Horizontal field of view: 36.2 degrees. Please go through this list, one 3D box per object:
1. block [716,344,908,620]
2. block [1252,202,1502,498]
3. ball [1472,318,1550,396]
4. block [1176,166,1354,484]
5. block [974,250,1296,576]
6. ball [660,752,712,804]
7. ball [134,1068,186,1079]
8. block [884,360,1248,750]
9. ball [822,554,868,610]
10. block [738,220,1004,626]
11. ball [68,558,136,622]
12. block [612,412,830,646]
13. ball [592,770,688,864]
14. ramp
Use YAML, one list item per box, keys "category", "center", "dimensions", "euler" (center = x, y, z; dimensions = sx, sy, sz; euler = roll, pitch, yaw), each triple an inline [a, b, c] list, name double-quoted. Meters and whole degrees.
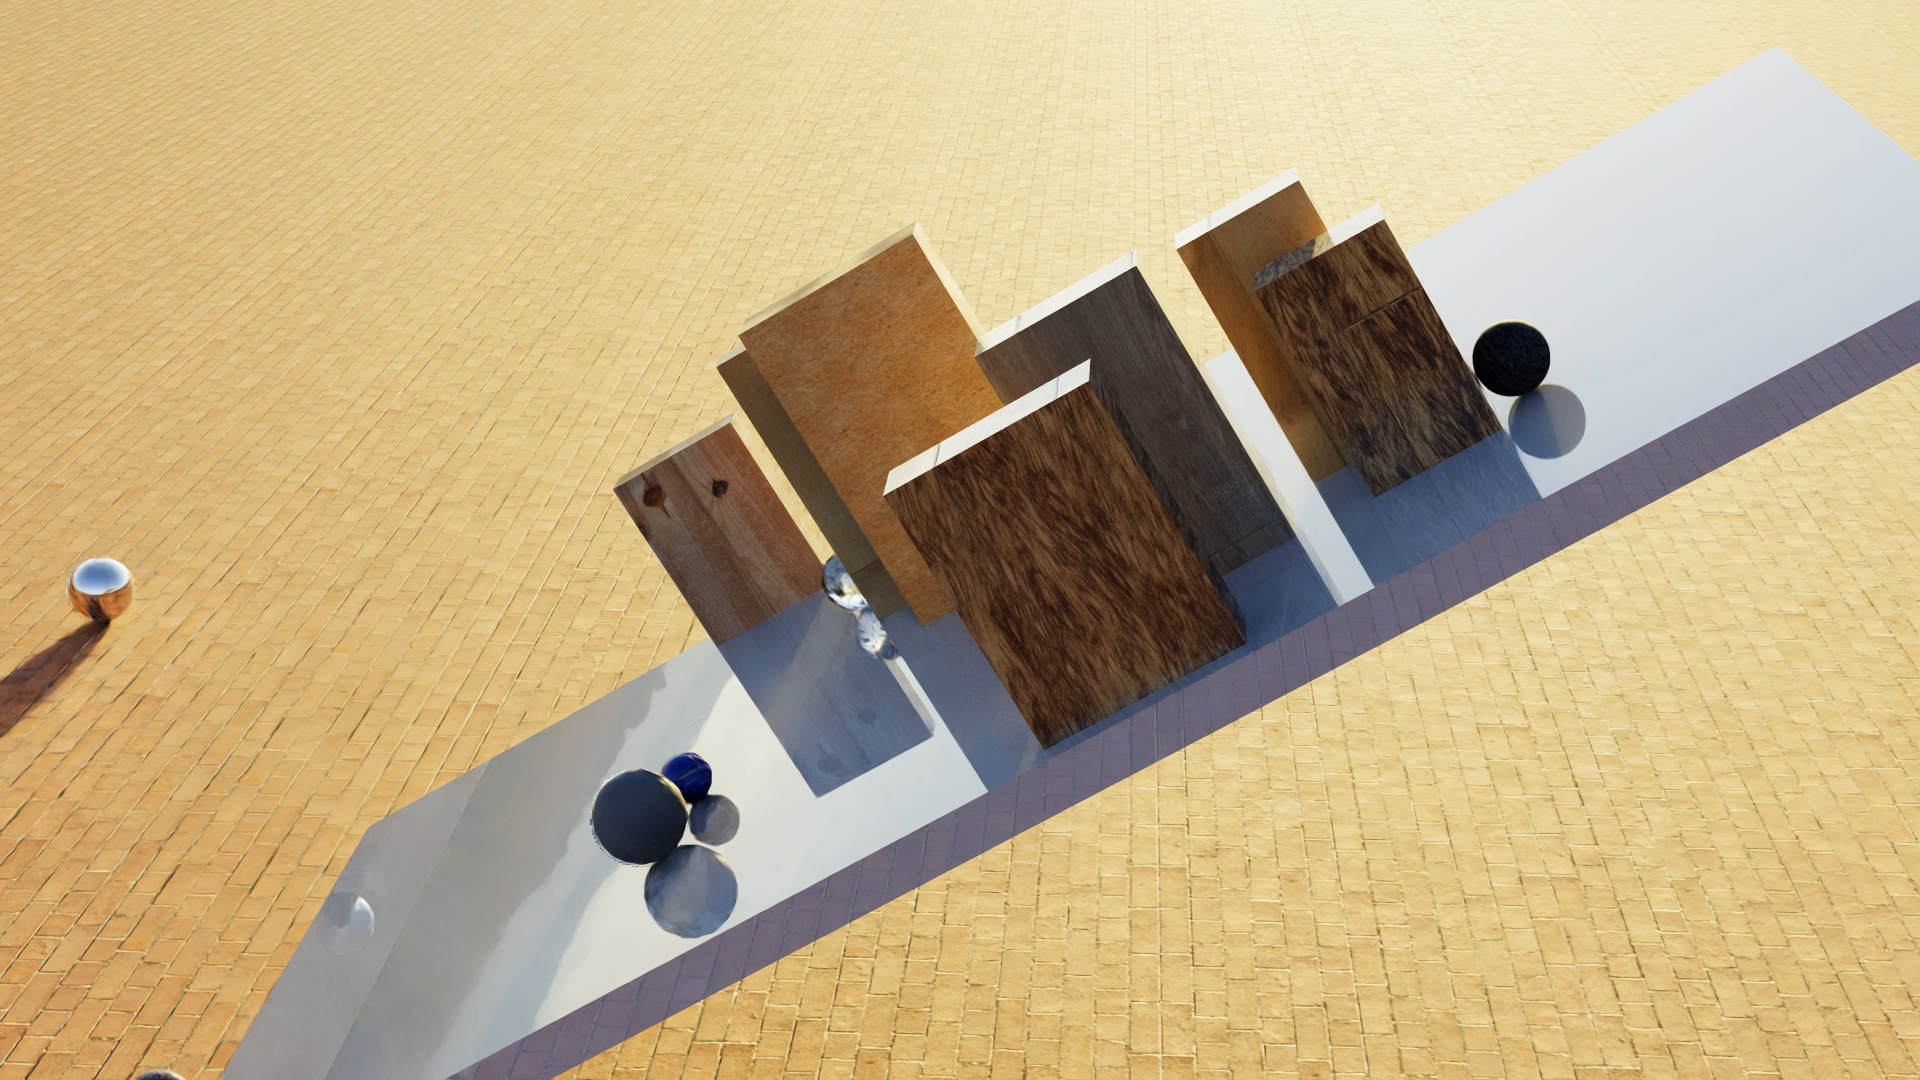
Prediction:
- category: "block"
  center: [-0.191, -0.208, 6.617]
  dimensions: [0.399, 0.693, 0.089]
  euler: [-29, 15, 12]
- category: "block"
  center: [0.787, -0.358, 5.554]
  dimensions: [0.272, 0.466, 0.138]
  euler: [-29, 15, 12]
- category: "ball"
  center: [1.052, -0.348, 5.611]
  dimensions: [0.148, 0.148, 0.148]
  euler: [0, 19, 0]
- category: "block"
  center: [0.681, -0.422, 5.811]
  dimensions: [0.271, 0.552, 0.126]
  euler: [-29, 15, 12]
- category: "block"
  center: [0.339, -0.198, 5.654]
  dimensions: [0.353, 0.615, 0.137]
  euler: [-29, 15, 12]
- category: "ball"
  center: [-0.581, 0.506, 6.246]
  dimensions: [0.111, 0.111, 0.111]
  euler: [0, 19, 0]
- category: "ball"
  center: [-1.699, 1.193, 6.238]
  dimensions: [0.142, 0.142, 0.142]
  euler: [0, 19, 0]
- category: "block"
  center: [0.193, 0.030, 5.312]
  dimensions: [0.422, 0.564, 0.142]
  euler: [-29, 15, 12]
- category: "ball"
  center: [-0.248, 0.089, 6.851]
  dimensions: [0.147, 0.147, 0.147]
  euler: [0, 19, 0]
- category: "block"
  center: [-0.086, -0.247, 6.386]
  dimensions: [0.438, 0.766, 0.134]
  euler: [-29, 15, 12]
- category: "ball"
  center: [-2.716, 0.156, 9.308]
  dimensions: [0.204, 0.204, 0.204]
  euler: [0, 19, 0]
- category: "block"
  center: [-0.577, -0.025, 7.247]
  dimensions: [0.343, 0.474, 0.092]
  euler: [-29, 15, 12]
- category: "ball"
  center: [-0.656, 0.568, 6.034]
  dimensions: [0.194, 0.194, 0.194]
  euler: [0, 19, 0]
- category: "ramp"
  center: [0.142, 0.168, 6.287]
  dimensions: [4.000, 0.100, 2.000]
  euler: [-29, 15, 12]
